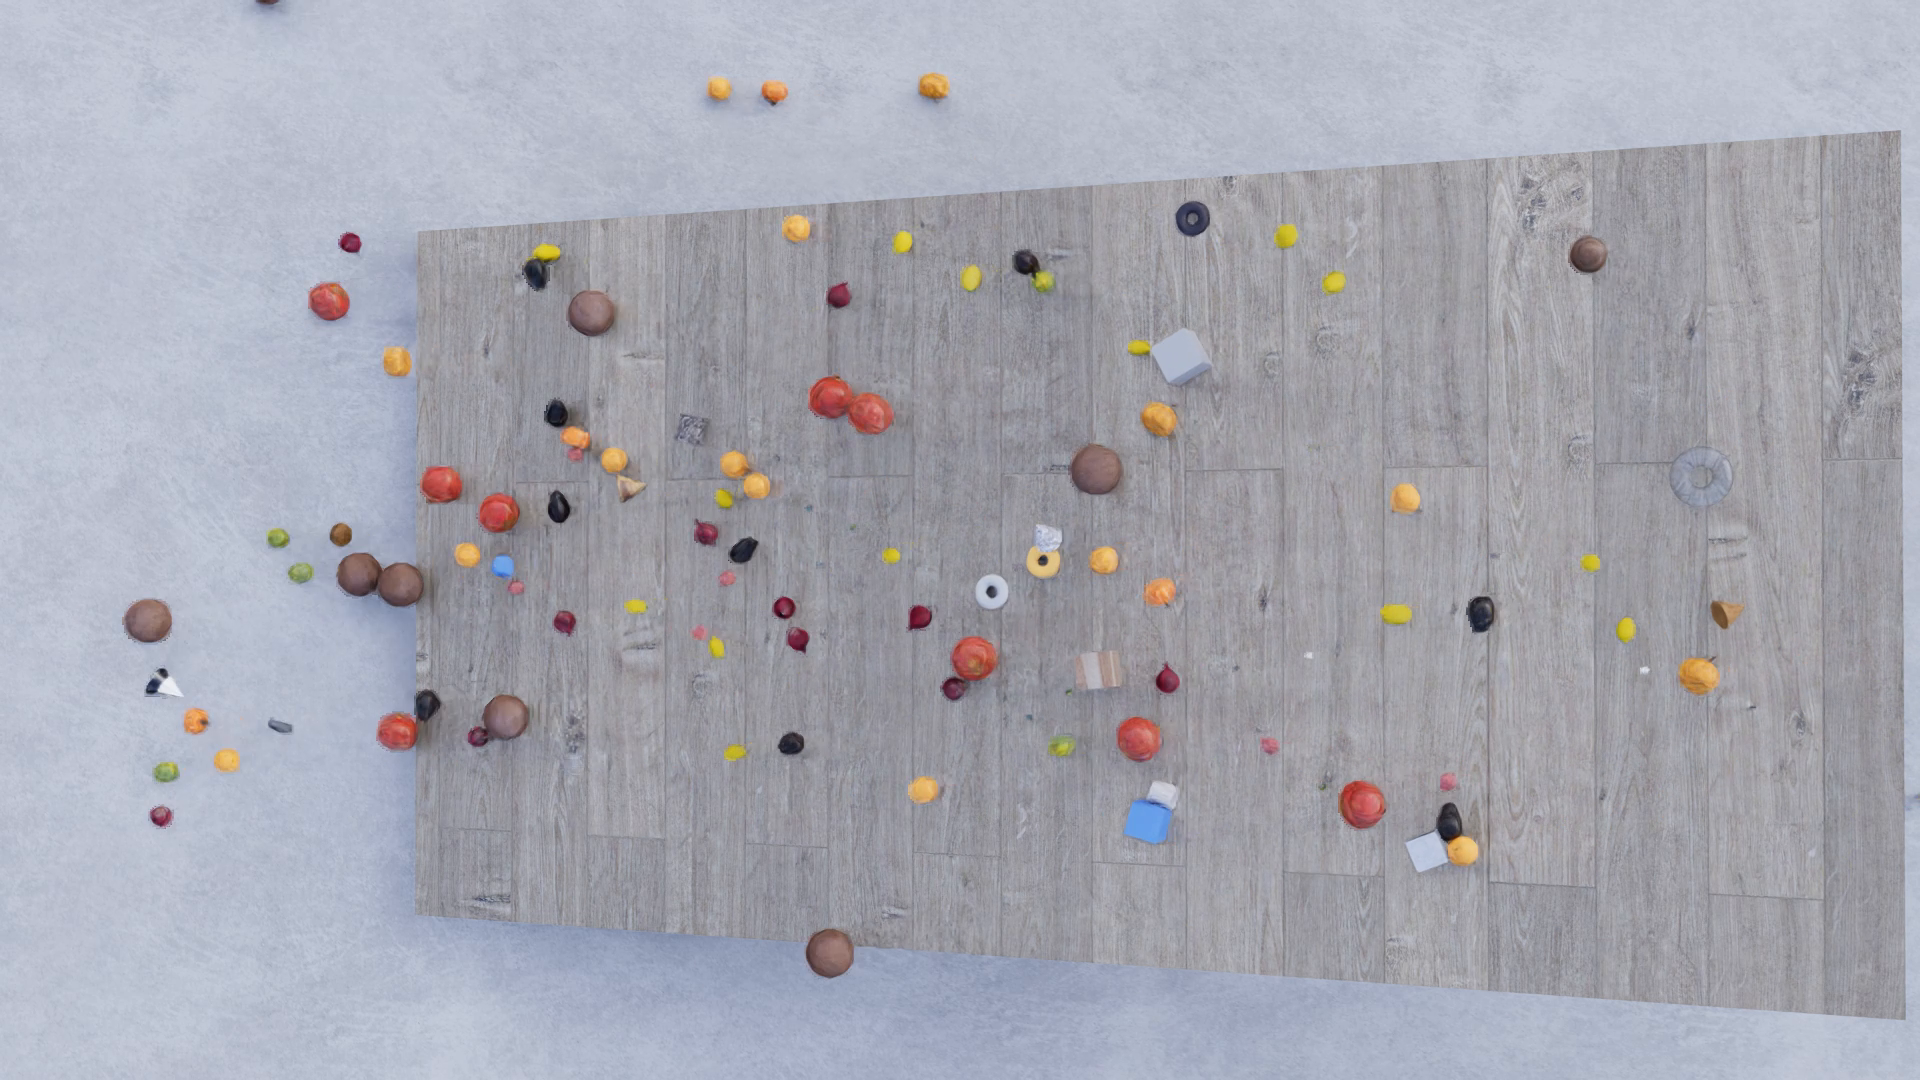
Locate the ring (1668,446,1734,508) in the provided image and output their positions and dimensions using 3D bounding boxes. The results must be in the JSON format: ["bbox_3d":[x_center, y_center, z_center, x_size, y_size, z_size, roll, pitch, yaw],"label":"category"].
[{"bbox_3d":[1.713,-0.146,5.082,0.143,0.048,0.143,-1,88,23],"label":"ring"}]

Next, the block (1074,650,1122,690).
[{"bbox_3d":[0.352,0.331,5.599,0.091,0.091,0.091,-8,86,22],"label":"block"}]

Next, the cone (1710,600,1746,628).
[{"bbox_3d":[1.778,0.160,5.060,0.069,0.069,0.069,-21,89,-7],"label":"cone"}]

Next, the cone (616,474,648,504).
[{"bbox_3d":[-0.910,-0.147,6.143,0.085,0.085,0.085,-9,89,-5],"label":"cone"}]

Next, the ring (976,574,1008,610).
[{"bbox_3d":[0.083,0.136,5.743,0.093,0.031,0.093,-1,87,22],"label":"ring"}]

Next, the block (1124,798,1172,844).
[{"bbox_3d":[0.476,0.709,5.549,0.084,0.084,0.084,16,95,21],"label":"block"}]

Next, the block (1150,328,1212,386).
[{"bbox_3d":[0.557,-0.459,5.523,0.100,0.100,0.100,-31,78,19],"label":"block"}]

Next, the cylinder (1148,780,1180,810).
[{"bbox_3d":[0.514,0.643,5.547,0.060,0.060,0.060,16,89,21],"label":"cylinder"}]

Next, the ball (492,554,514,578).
[{"bbox_3d":[-1.294,0.074,6.226,0.065,0.065,0.065,0,89,0],"label":"ball"}]

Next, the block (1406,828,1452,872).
[{"bbox_3d":[1.129,0.746,5.289,0.077,0.077,0.077,-25,80,20],"label":"block"}]

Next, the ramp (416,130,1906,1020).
[{"bbox_3d":[0.283,0.087,5.734,4.000,0.100,2.000,0,89,22],"label":"ramp"}]

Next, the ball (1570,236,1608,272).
[{"bbox_3d":[1.476,-0.670,5.163,0.086,0.086,0.086,0,89,0],"label":"ball"}]

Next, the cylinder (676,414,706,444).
[{"bbox_3d":[-0.740,-0.305,6.057,0.070,0.070,0.070,14,94,0],"label":"cylinder"}]

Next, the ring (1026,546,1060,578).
[{"bbox_3d":[0.216,0.055,5.691,0.092,0.031,0.092,-1,88,23],"label":"ring"}]

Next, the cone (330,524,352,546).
[{"bbox_3d":[-1.840,-0.018,6.491,0.068,0.068,0.068,0,86,5],"label":"cone"}]

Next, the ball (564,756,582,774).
[{"bbox_3d":[-1.091,0.632,6.199,0.050,0.050,0.050,0,89,0],"label":"ball"}]

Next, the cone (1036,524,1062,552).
[{"bbox_3d":[0.212,-0.020,5.652,0.078,0.078,0.078,-17,53,23],"label":"cone"}]

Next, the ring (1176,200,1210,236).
[{"bbox_3d":[0.588,-0.813,5.552,0.088,0.029,0.088,0,90,23],"label":"ring"}]
